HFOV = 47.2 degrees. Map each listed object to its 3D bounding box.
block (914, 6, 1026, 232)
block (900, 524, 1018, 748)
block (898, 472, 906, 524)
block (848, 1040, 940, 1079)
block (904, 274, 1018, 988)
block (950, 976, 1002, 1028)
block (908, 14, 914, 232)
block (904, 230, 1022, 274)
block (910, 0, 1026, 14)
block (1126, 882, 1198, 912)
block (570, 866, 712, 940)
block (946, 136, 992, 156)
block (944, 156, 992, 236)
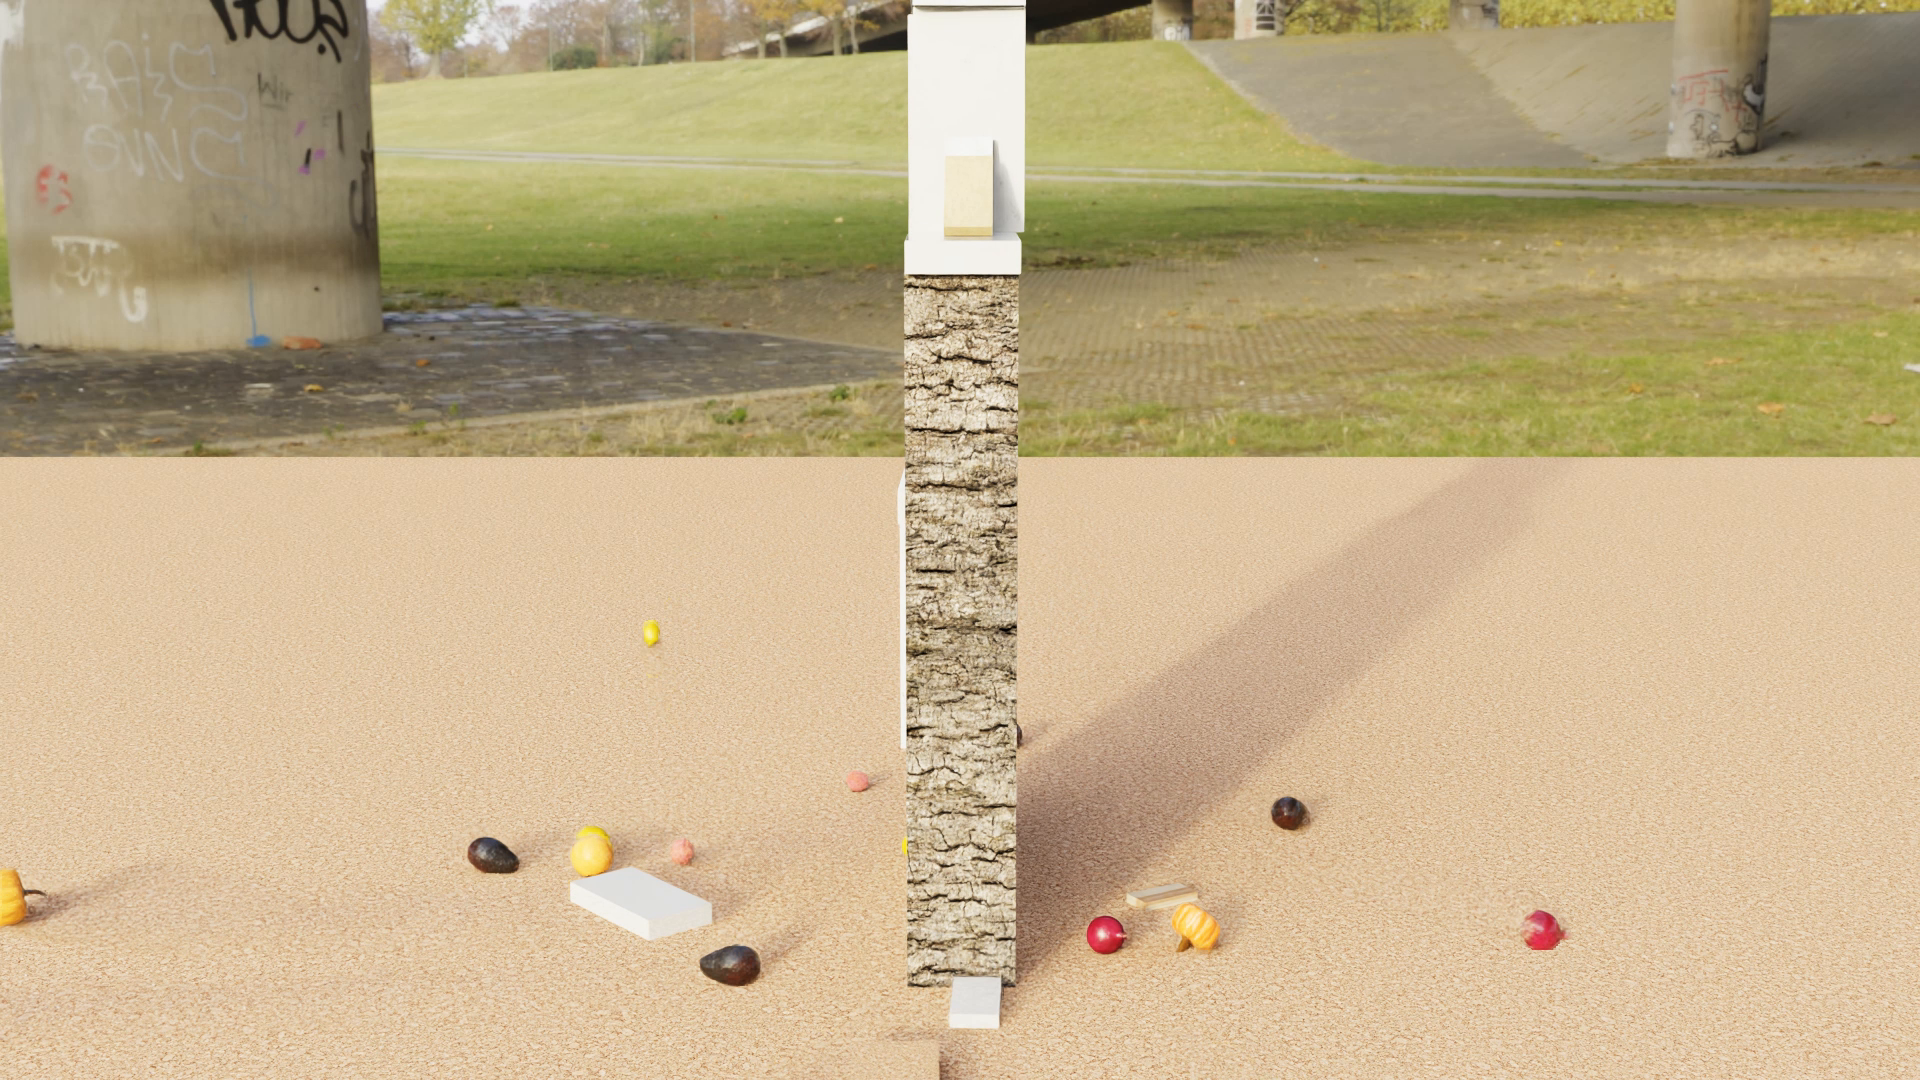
[{"bbox_3d":[0.015,-0.629,3.297,0.165,0.330,0.047,1,11,3],"label":"block"},{"bbox_3d":[-0.001,0.138,3.304,0.175,0.349,0.049,0,10,2],"label":"block"},{"bbox_3d":[0.000,-0.079,3.384,0.175,0.049,0.349,0,10,1],"label":"block"},{"bbox_3d":[-0.084,0.740,2.771,0.119,0.034,0.454,0,11,-1],"label":"block"},{"bbox_3d":[0.002,0.141,3.195,0.161,1.056,0.046,0,10,0],"label":"block"},{"bbox_3d":[0.023,0.669,3.187,0.070,0.020,0.140,0,11,2],"label":"block"},{"bbox_3d":[0.001,-0.564,3.545,0.165,0.549,0.047,0,11,1],"label":"block"},{"bbox_3d":[0.003,-0.420,3.198,0.161,0.046,0.321,0,10,0],"label":"block"},{"bbox_3d":[0.008,-0.836,3.374,0.165,0.047,0.330,0,11,-2],"label":"block"},{"bbox_3d":[0.334,0.589,3.631,0.105,0.015,0.053,-6,12,-31],"label":"block"},{"bbox_3d":[-0.520,0.590,3.578,0.119,0.034,0.238,-9,14,-40],"label":"block"},{"bbox_3d":[0.013,-0.527,3.263,0.070,0.140,0.020,0,-5,1],"label":"block"},{"bbox_3d":[0.012,-0.503,3.207,0.070,0.140,0.020,0,-34,1],"label":"block"}]
